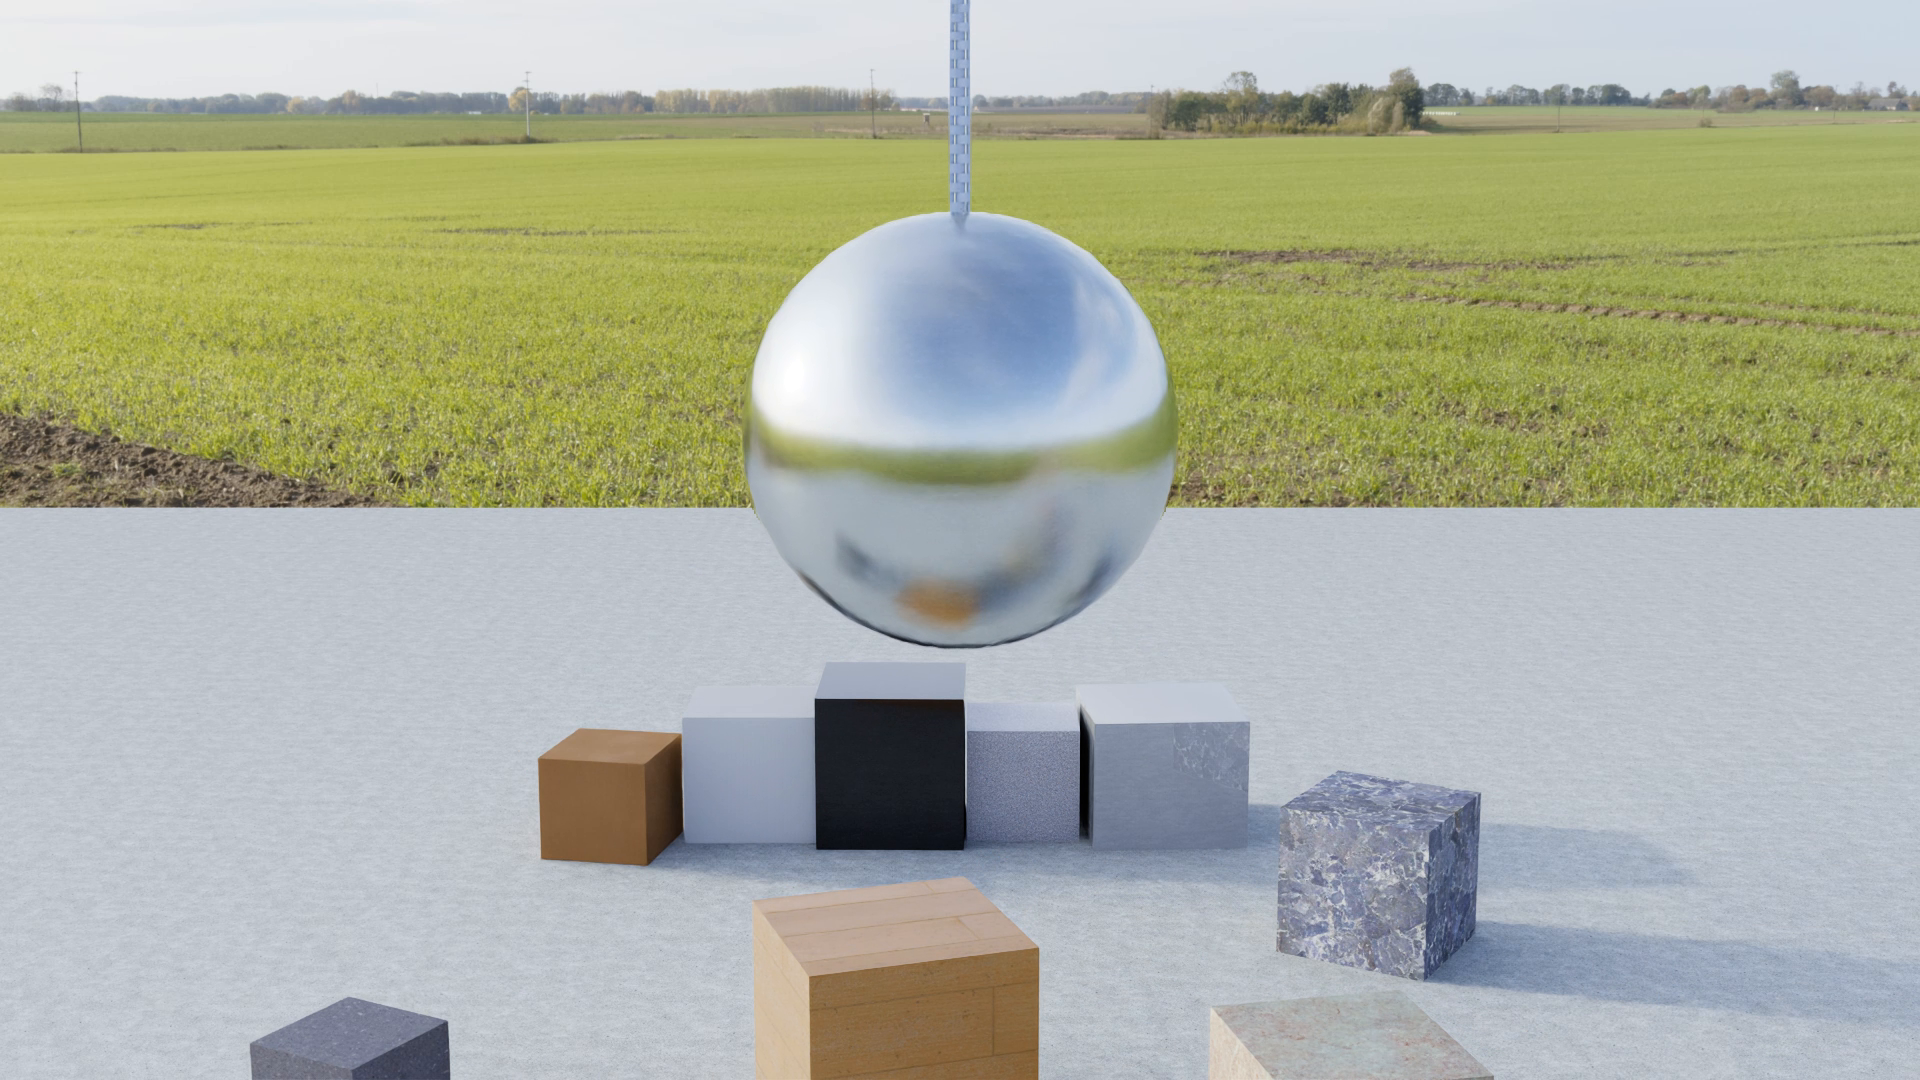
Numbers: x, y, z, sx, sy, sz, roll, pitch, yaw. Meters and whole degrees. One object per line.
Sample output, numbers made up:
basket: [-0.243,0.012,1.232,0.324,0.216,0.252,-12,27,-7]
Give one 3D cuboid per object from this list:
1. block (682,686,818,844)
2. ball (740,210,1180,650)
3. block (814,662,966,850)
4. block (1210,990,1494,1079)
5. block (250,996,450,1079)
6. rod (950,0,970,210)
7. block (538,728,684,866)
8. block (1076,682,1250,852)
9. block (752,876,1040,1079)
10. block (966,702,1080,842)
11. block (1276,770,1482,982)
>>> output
block: [-1.059,1.153,11.390,0.666,0.656,0.650,0,10,0]
ball: [0.000,-0.400,8.063,1.600,1.600,1.600,0,10,0]
block: [-0.344,1.101,11.333,0.739,0.780,0.779,0,10,1]
block: [1.205,1.922,6.918,0.655,0.743,0.692,-2,11,-12]
block: [-2.140,1.933,7.755,0.472,0.422,0.480,6,12,28]
rod: [0.000,-3.602,9.206,0.080,5.200,0.080,0,-20,0]
block: [-1.747,1.284,11.062,0.549,0.517,0.579,2,10,11]
block: [1.029,1.158,11.360,0.778,0.657,0.800,-1,10,-4]
block: [-0.241,1.737,7.832,0.815,0.781,0.784,-4,11,-19]
block: [0.320,1.194,11.388,0.570,0.577,0.571,0,10,0]
block: [1.847,1.462,9.689,0.671,0.657,0.669,6,12,31]
